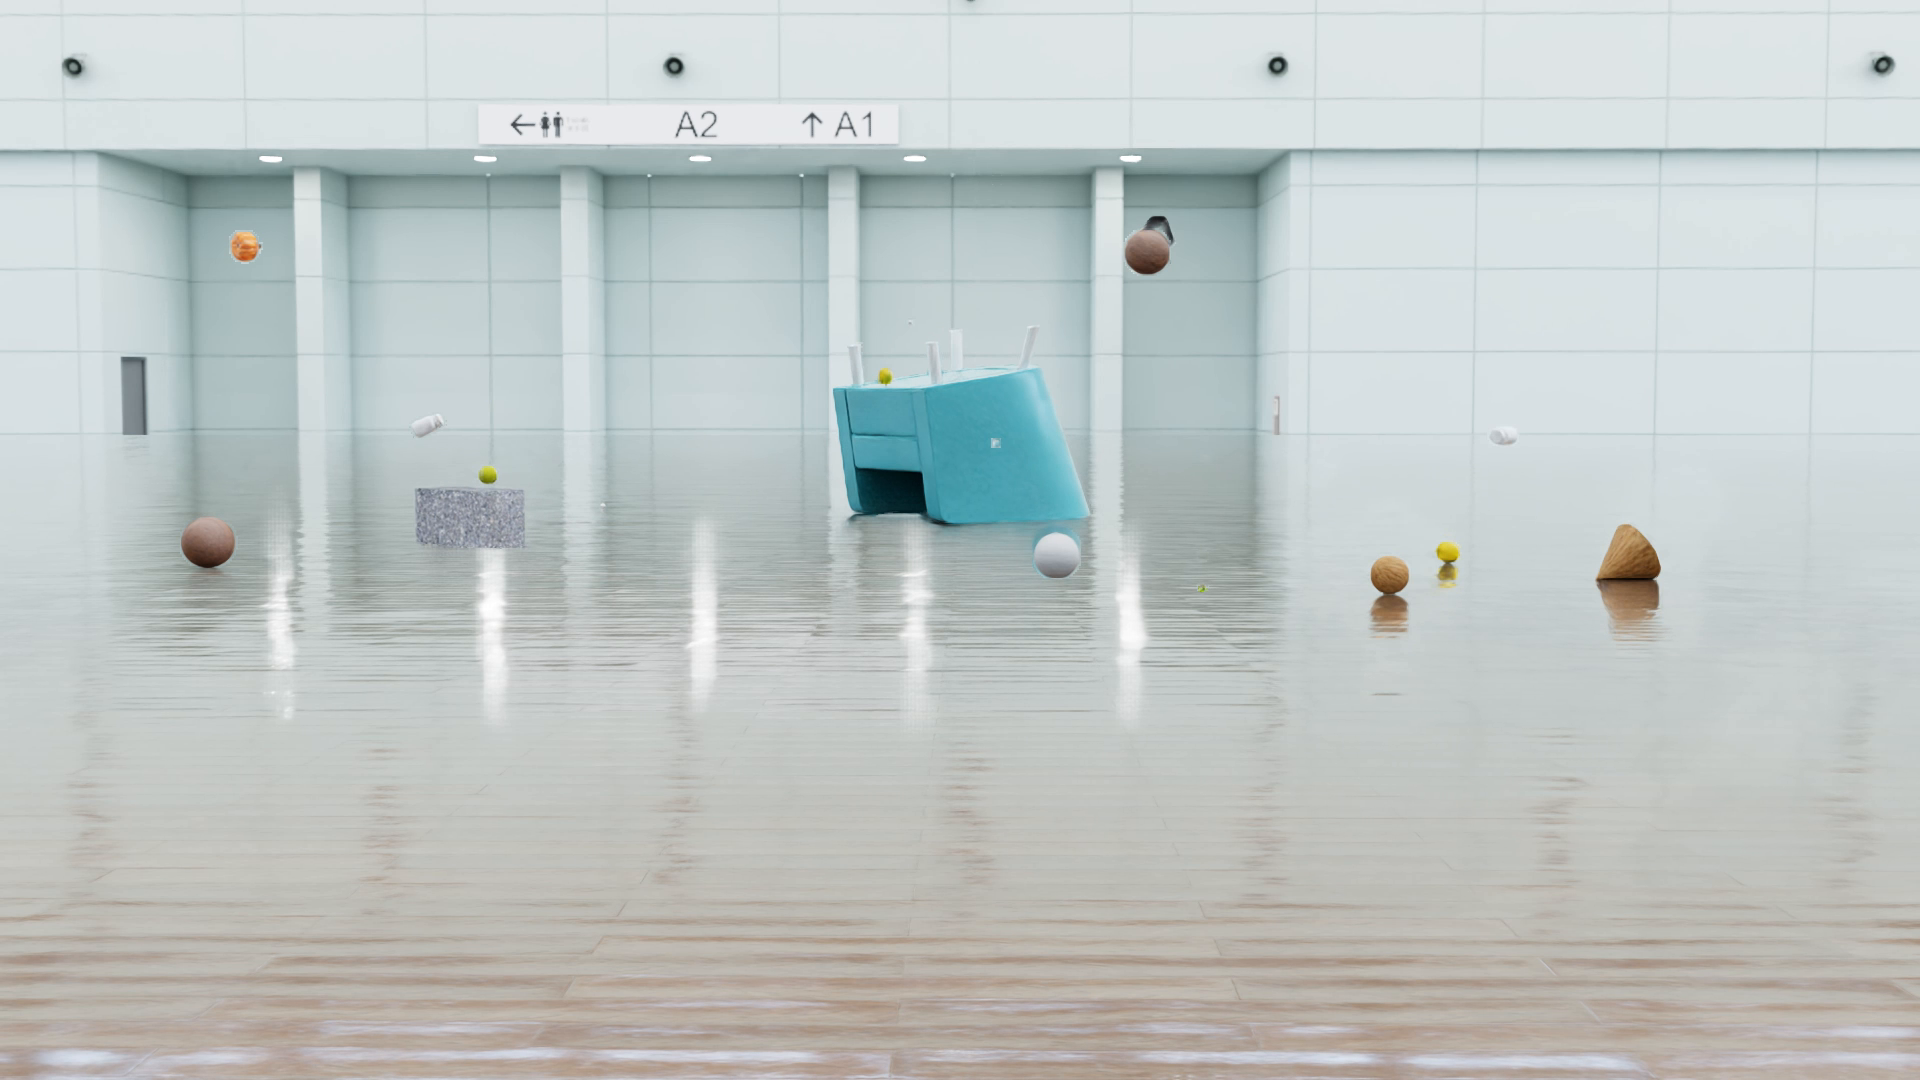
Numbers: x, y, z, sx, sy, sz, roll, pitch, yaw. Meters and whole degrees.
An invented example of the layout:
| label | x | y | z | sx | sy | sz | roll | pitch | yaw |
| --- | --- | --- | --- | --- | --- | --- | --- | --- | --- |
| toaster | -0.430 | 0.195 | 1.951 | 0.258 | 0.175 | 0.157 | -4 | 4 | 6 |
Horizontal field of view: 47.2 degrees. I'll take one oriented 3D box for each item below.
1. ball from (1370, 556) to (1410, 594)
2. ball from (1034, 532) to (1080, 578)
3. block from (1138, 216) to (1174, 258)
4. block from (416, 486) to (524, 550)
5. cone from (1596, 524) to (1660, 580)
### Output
| label | x | y | z | sx | sy | sz | roll | pitch | yaw |
| --- | --- | --- | --- | --- | --- | --- | --- | --- | --- |
| ball | 0.942 | 0.076 | 4.819 | 0.085 | 0.085 | 0.085 | 0 | 4 | 0 |
| ball | 0.229 | 0.037 | 5.209 | 0.109 | 0.109 | 0.109 | 0 | 4 | 0 |
| block | 0.745 | -1.148 | 8.349 | 0.067 | 0.110 | 0.111 | 9 | 48 | 37 |
| block | -1.406 | -0.065 | 6.302 | 0.318 | 0.163 | 0.147 | 4 | 5 | 42 |
| cone | 1.547 | 0.060 | 5.181 | 0.130 | 0.149 | 0.163 | -32 | -31 | -10 |
